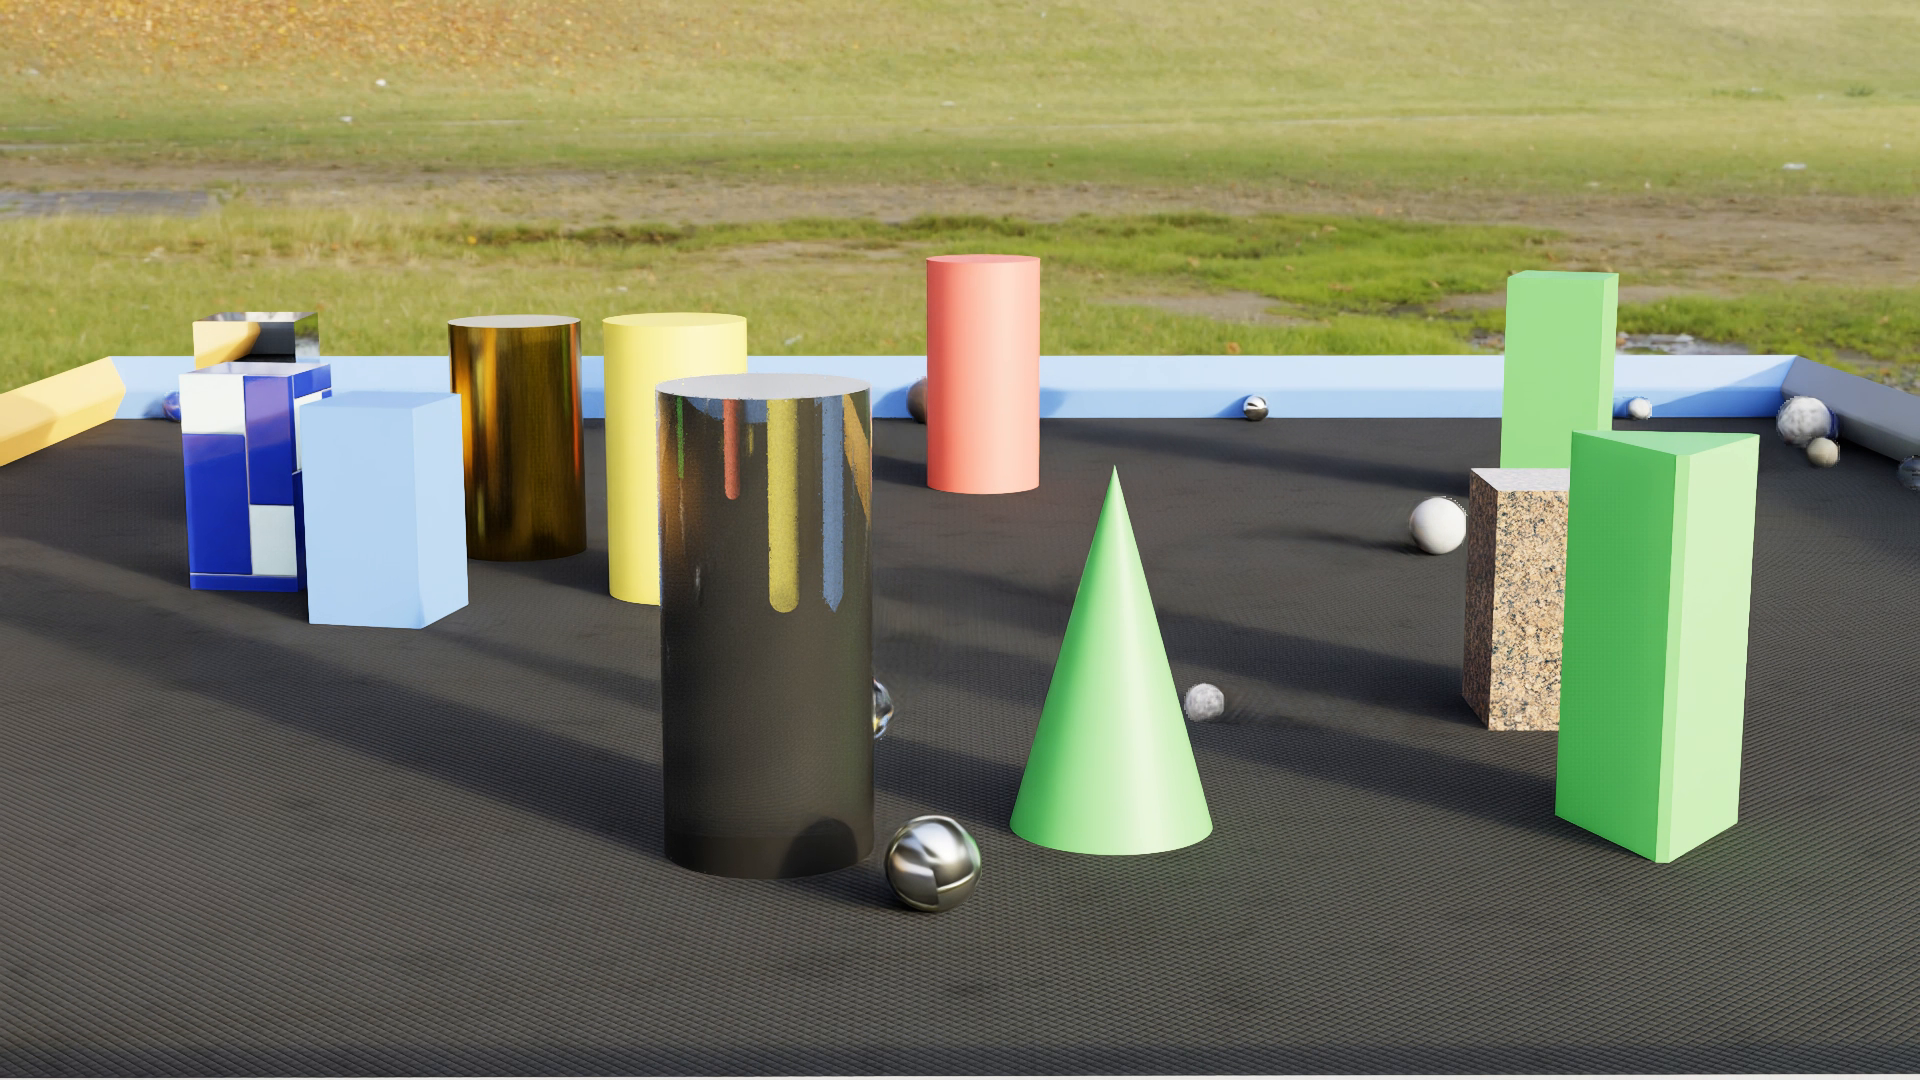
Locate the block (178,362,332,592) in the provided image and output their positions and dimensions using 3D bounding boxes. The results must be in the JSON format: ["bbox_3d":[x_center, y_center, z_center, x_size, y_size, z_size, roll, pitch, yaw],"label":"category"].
[{"bbox_3d":[-0.994,-0.092,3.649,0.157,0.303,0.157,1,11,8],"label":"block"}]

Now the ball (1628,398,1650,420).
[{"bbox_3d":[1.407,-0.271,5.322,0.045,0.045,0.045,0,10,0],"label":"ball"}]

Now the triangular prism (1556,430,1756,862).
[{"bbox_3d":[0.645,0.091,2.448,0.148,0.381,0.170,8,13,38],"label":"triangular prism"}]

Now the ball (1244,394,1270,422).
[{"bbox_3d":[0.614,-0.273,5.308,0.055,0.055,0.055,0,10,0],"label":"ball"}]

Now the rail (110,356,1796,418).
[{"bbox_3d":[-0.011,-0.315,5.329,3.516,0.128,0.045,0,10,0],"label":"rail"}]

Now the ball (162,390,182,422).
[{"bbox_3d":[-1.608,-0.274,5.283,0.066,0.066,0.066,0,10,0],"label":"ball"}]

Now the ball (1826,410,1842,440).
[{"bbox_3d":[1.682,-0.222,4.998,0.067,0.067,0.067,0,10,0],"label":"ball"}]

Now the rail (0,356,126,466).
[{"bbox_3d":[-1.734,0.035,3.439,0.045,0.128,3.872,0,10,0],"label":"rail"}]

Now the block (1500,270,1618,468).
[{"bbox_3d":[1.012,-0.258,4.336,0.157,0.379,0.157,4,11,22],"label":"block"}]

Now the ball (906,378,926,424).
[{"bbox_3d":[-0.062,-0.286,5.265,0.096,0.096,0.096,0,10,0],"label":"ball"}]

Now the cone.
[{"bbox_3d":[0.147,0.103,2.460,0.197,0.353,0.197,0,10,0],"label":"cone"}]

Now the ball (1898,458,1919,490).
[{"bbox_3d":[1.659,-0.116,4.453,0.056,0.056,0.056,0,10,0],"label":"ball"}]

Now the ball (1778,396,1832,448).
[{"bbox_3d":[1.624,-0.226,4.932,0.098,0.098,0.098,0,10,0],"label":"ball"}]

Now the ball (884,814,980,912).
[{"bbox_3d":[-0.024,0.281,2.235,0.084,0.084,0.084,0,10,0],"label":"ball"}]

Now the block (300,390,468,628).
[{"bbox_3d":[-0.766,-0.043,3.422,0.157,0.290,0.157,2,11,12],"label":"block"}]

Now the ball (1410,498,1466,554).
[{"bbox_3d":[0.719,-0.021,3.863,0.085,0.085,0.085,0,10,0],"label":"ball"}]

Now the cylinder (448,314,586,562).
[{"bbox_3d":[-0.668,-0.157,3.874,0.197,0.348,0.197,0,10,0],"label":"cylinder"}]

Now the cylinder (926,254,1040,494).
[{"bbox_3d":[0.040,-0.292,4.473,0.197,0.396,0.197,0,10,0],"label":"cylinder"}]

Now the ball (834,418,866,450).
[{"bbox_3d":[-0.211,-0.201,4.902,0.061,0.061,0.061,0,10,0],"label":"ball"}]

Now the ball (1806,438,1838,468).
[{"bbox_3d":[1.574,-0.158,4.685,0.056,0.056,0.056,0,10,0],"label":"ball"}]

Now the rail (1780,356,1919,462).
[{"bbox_3d":[1.734,0.031,3.459,0.045,0.128,3.872,0,10,0],"label":"rail"}]

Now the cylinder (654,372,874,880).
[{"bbox_3d":[-0.180,0.074,2.381,0.197,0.438,0.197,0,10,0],"label":"cylinder"}]

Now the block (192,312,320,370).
[{"bbox_3d":[-1.117,-0.191,4.103,0.157,0.332,0.157,0,10,-1],"label":"block"}]

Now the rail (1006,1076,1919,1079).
[{"bbox_3d":[0.011,0.381,1.569,3.516,0.128,0.045,0,10,0],"label":"rail"}]

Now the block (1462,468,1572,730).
[{"bbox_3d":[0.665,0.064,2.897,0.157,0.269,0.157,0,10,0],"label":"block"}]

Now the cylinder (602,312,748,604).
[{"bbox_3d":[-0.392,-0.116,3.565,0.197,0.381,0.197,0,10,0],"label":"cylinder"}]

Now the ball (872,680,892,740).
[{"bbox_3d":[-0.109,0.185,2.789,0.072,0.072,0.072,0,10,0],"label":"ball"}]

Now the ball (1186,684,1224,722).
[{"bbox_3d":[0.275,0.183,2.878,0.043,0.043,0.043,0,10,0],"label":"ball"}]
